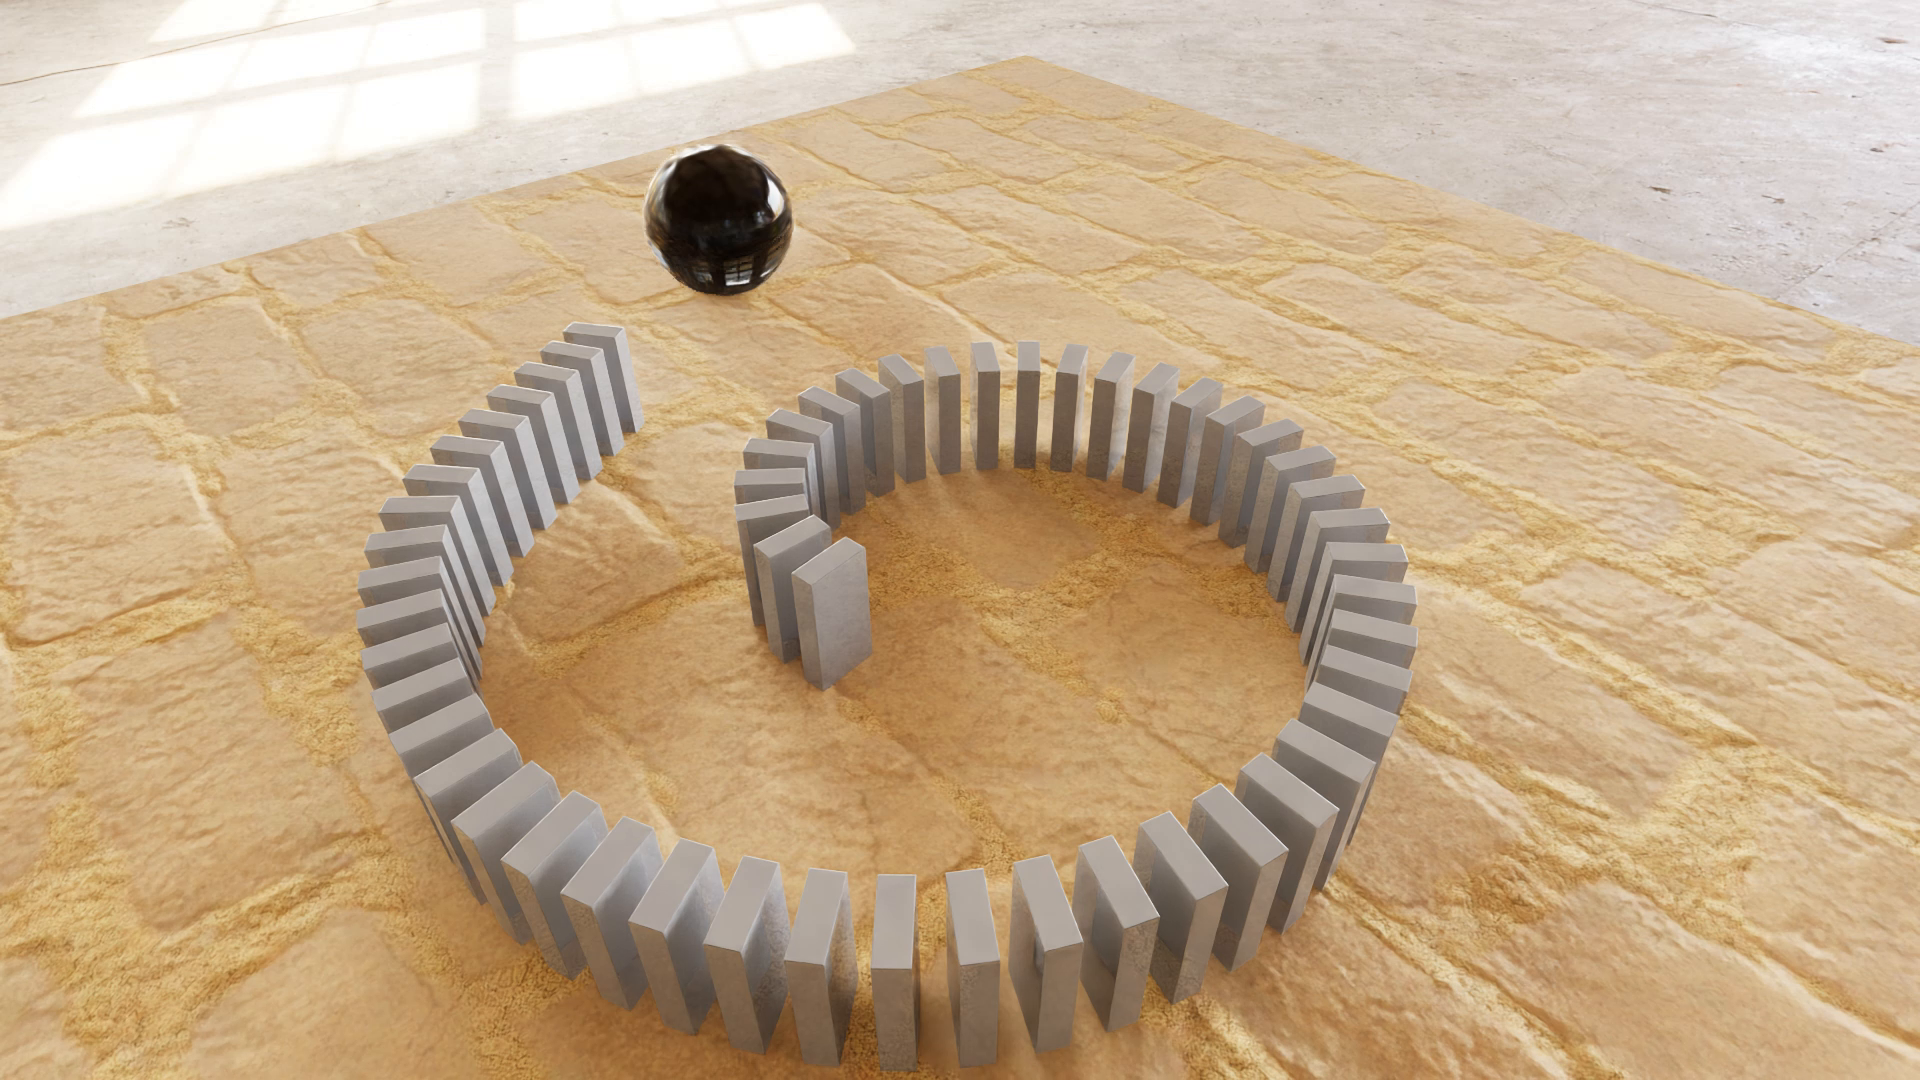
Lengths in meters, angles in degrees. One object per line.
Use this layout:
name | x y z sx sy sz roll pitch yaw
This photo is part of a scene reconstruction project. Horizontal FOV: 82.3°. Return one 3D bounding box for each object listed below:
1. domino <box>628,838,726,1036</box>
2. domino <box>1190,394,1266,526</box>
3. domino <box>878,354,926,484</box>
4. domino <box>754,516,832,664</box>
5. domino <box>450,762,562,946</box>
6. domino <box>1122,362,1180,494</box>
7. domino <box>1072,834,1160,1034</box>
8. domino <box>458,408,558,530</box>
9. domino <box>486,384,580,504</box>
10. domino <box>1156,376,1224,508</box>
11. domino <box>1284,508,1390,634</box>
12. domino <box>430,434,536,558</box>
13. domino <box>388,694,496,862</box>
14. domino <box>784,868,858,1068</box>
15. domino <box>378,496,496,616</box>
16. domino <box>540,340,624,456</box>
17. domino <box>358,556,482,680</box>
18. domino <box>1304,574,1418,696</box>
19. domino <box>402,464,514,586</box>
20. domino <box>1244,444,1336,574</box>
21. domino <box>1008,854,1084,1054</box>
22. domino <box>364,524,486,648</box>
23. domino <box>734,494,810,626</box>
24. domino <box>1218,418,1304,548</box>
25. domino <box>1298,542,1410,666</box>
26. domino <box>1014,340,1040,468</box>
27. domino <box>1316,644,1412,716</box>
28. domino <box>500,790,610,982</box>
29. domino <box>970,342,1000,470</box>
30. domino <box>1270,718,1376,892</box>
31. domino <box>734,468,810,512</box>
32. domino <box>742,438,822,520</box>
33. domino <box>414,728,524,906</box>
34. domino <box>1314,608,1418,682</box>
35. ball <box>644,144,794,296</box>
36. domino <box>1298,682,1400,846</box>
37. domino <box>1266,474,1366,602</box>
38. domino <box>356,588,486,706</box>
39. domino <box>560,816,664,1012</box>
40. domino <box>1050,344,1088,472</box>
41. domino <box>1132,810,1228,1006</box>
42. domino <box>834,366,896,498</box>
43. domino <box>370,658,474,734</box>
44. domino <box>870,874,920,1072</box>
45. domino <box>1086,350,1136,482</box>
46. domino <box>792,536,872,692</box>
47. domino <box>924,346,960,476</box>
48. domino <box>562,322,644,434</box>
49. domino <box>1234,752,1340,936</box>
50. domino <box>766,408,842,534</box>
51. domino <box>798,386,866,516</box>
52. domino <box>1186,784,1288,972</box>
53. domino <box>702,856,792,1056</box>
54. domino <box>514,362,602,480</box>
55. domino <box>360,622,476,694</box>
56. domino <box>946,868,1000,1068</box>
domino | -0.071 0.103 0.285 0.009 0.050 0.025 12 41 14
domino | 0.109 -0.032 0.451 0.025 0.050 0.009 -27 47 -29
domino | -0.025 -0.052 0.475 0.010 0.050 0.025 -19 43 -21
domino | -0.057 0.018 0.389 0.025 0.050 0.010 -29 48 -31
domino | -0.120 0.087 0.305 0.009 0.050 0.025 25 46 28
domino | 0.081 -0.048 0.470 0.009 0.050 0.025 23 44 25
domino | 0.039 0.103 0.286 0.010 0.050 0.025 -14 41 -16
domino | -0.183 -0.028 0.446 0.025 0.050 0.009 9 40 11
domino | -0.178 -0.040 0.460 0.025 0.050 0.009 10 40 12
domino | 0.096 -0.040 0.461 0.009 0.050 0.025 29 47 31
domino | 0.135 0.012 0.397 0.025 0.050 0.009 -4 39 -5
domino | -0.187 -0.017 0.432 0.025 0.050 0.009 7 40 9
domino | -0.147 0.071 0.325 0.025 0.050 0.010 -27 47 -29
domino | -0.034 0.109 0.279 0.009 0.050 0.025 5 40 6
domino | -0.191 0.007 0.403 0.025 0.050 0.010 -1 39 -1
domino | -0.167 -0.062 0.487 0.025 0.050 0.009 11 41 13
domino | -0.183 0.030 0.375 0.025 0.050 0.010 -12 41 -15
domino | 0.133 0.035 0.369 0.025 0.050 0.009 8 40 10
domino | -0.190 -0.005 0.418 0.025 0.050 0.010 4 39 5
domino | 0.127 -0.011 0.425 0.025 0.050 0.010 -13 41 -15
domino | 0.021 0.107 0.281 0.009 0.050 0.025 -10 40 -12
domino | -0.188 0.019 0.389 0.025 0.050 0.010 -8 40 -9
domino | -0.066 0.008 0.402 0.025 0.050 0.009 -10 40 -12
domino | 0.119 -0.022 0.438 0.025 0.050 0.009 -18 43 -21
domino | 0.136 0.023 0.383 0.025 0.050 0.009 2 39 2
domino | 0.029 -0.059 0.484 0.009 0.050 0.025 1 39 2
domino | 0.121 0.057 0.342 0.025 0.050 0.009 18 42 20
domino | -0.105 0.094 0.297 0.009 0.050 0.025 20 43 23
domino | 0.011 -0.059 0.483 0.009 0.050 0.025 -4 40 -5
domino | 0.100 0.077 0.317 0.025 0.050 0.010 28 47 30
domino | -0.069 -0.004 0.416 0.025 0.050 0.010 -2 39 -3
domino | -0.069 -0.016 0.430 0.025 0.050 0.009 6 40 7
domino | -0.134 0.080 0.314 0.010 0.050 0.025 32 49 33
domino | 0.128 0.046 0.355 0.025 0.050 0.009 13 41 16
ball | -0.131 -0.174 0.601 0.080 0.080 0.080 0 39 0
domino | 0.111 0.067 0.329 0.025 0.050 0.009 22 44 25
domino | 0.132 0.000 0.411 0.025 0.050 0.010 -8 40 -10
domino | -0.176 0.041 0.362 0.025 0.050 0.009 -16 42 -19
domino | -0.088 0.099 0.290 0.009 0.050 0.025 16 42 18
domino | 0.048 -0.058 0.482 0.009 0.050 0.025 9 40 11
domino | 0.056 0.098 0.292 0.009 0.050 0.025 -18 42 -20
domino | -0.040 -0.045 0.467 0.010 0.050 0.025 -30 48 -31
domino | -0.158 0.061 0.336 0.025 0.050 0.009 -23 45 -26
domino | -0.016 0.110 0.277 0.009 0.050 0.025 0 39 0
domino | 0.065 -0.053 0.477 0.009 0.050 0.025 17 42 19
domino | -0.043 0.026 0.380 0.010 0.050 0.025 28 47 30
domino | -0.008 -0.056 0.480 0.009 0.050 0.025 -10 40 -12
domino | -0.162 -0.073 0.501 0.025 0.050 0.010 8 40 9
domino | 0.087 0.085 0.307 0.009 0.050 0.025 -28 47 -30
domino | -0.063 -0.027 0.444 0.025 0.050 0.010 18 43 21
domino | -0.053 -0.037 0.456 0.025 0.050 0.010 26 46 28
domino | 0.072 0.092 0.299 0.009 0.050 0.025 -22 44 -25
domino | -0.053 0.107 0.281 0.009 0.050 0.025 9 40 10
domino | -0.172 -0.051 0.474 0.025 0.050 0.009 11 41 13
domino | -0.168 0.051 0.349 0.025 0.050 0.009 -20 43 -22
domino | 0.003 0.109 0.278 0.009 0.050 0.025 -5 40 -6
